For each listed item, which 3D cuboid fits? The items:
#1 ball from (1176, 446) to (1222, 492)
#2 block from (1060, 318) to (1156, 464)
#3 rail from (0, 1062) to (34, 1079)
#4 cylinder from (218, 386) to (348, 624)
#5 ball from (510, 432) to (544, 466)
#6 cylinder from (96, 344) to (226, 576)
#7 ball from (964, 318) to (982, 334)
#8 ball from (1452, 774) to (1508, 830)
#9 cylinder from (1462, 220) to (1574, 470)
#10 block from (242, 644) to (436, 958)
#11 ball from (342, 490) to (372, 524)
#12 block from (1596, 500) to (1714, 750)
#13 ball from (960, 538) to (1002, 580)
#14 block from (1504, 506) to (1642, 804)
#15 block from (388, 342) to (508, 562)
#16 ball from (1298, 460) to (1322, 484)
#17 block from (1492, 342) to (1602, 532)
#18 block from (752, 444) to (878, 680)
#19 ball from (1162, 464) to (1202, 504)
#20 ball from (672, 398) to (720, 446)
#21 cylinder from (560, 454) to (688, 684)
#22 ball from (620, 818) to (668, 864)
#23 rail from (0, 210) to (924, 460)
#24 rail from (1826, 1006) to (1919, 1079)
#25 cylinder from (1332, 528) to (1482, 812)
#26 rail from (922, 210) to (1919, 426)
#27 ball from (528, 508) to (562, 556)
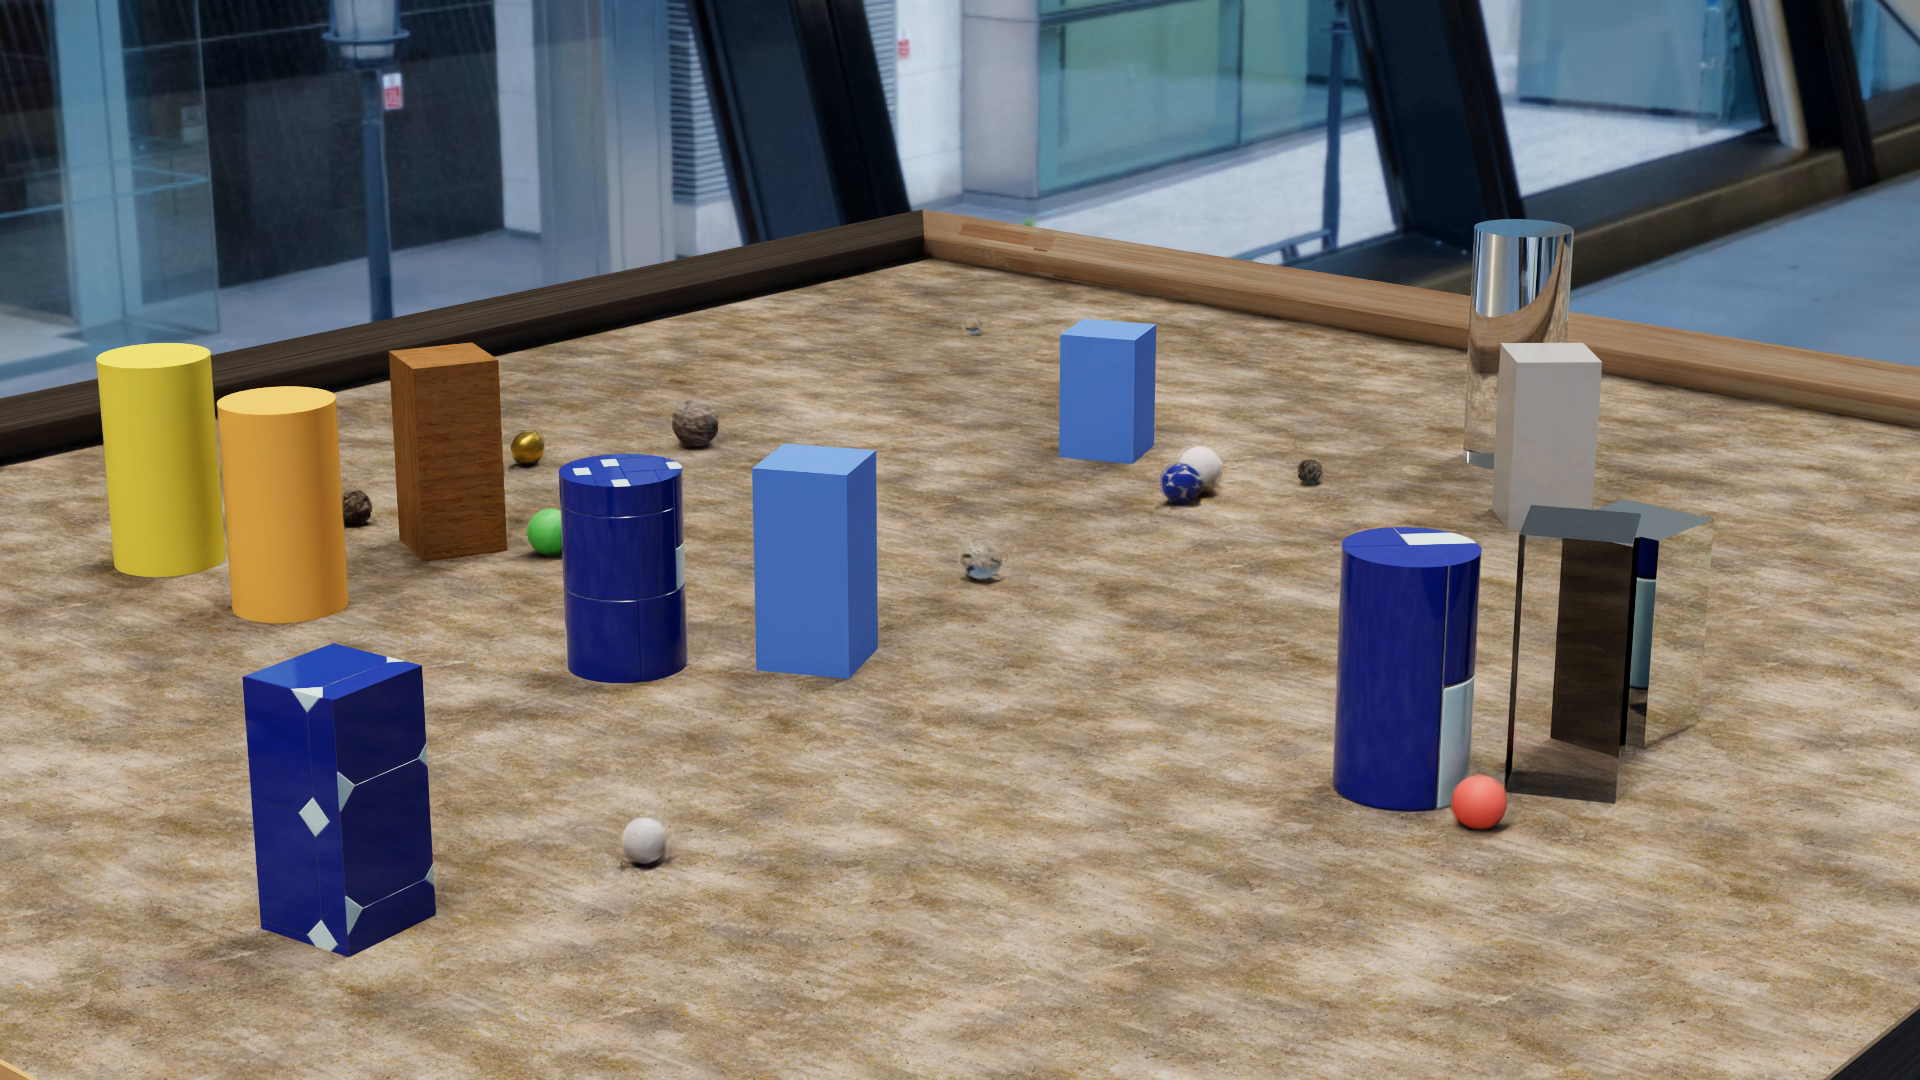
[{"bbox_3d":[0.469,-0.138,5.752,0.091,0.091,0.091,0,17,0],"label":"ball"},{"bbox_3d":[0.304,-0.307,6.024,0.157,0.257,0.157,6,18,19],"label":"block"},{"bbox_3d":[-1.438,0.510,3.534,4.119,0.128,0.045,14,22,39],"label":"rail"},{"bbox_3d":[-1.159,-0.062,5.024,0.197,0.365,0.197,0,17,0],"label":"cylinder"},{"bbox_3d":[-0.877,-0.186,5.951,0.069,0.069,0.069,0,17,0],"label":"ball"},{"bbox_3d":[-1.435,-0.145,5.272,0.197,0.382,0.197,0,17,0],"label":"cylinder"},{"bbox_3d":[0.031,-0.518,7.097,0.042,0.042,0.042,0,17,0],"label":"ball"},{"bbox_3d":[0.728,0.366,4.104,0.076,0.076,0.076,0,17,0],"label":"ball"},{"bbox_3d":[1.128,-0.395,5.935,0.197,0.478,0.197,0,17,0],"label":"cylinder"},{"bbox_3d":[-0.793,0.331,3.757,0.157,0.344,0.157,11,20,32],"label":"block"},{"bbox_3d":[-1.144,-0.061,5.541,0.066,0.066,0.066,0,17,0],"label":"ball"},{"bbox_3d":[1.026,0.126,4.466,0.157,0.328,0.157,15,23,41],"label":"block"},{"bbox_3d":[0.038,0.033,5.213,0.074,0.074,0.074,0,17,0],"label":"ball"},{"bbox_3d":[0.885,0.163,4.236,0.157,0.389,0.157,5,17,16],"label":"block"},{"bbox_3d":[-0.937,-0.163,5.368,0.157,0.359,0.157,-8,19,-25],"label":"block"},{"bbox_3d":[0.694,-0.136,5.815,0.050,0.050,0.050,0,17,0],"label":"ball"},{"bbox_3d":[1.105,-0.195,5.534,0.157,0.326,0.157,0,17,-1],"label":"block"},{"bbox_3d":[-0.233,0.033,4.754,0.157,0.340,0.157,5,17,15],"label":"block"},{"bbox_3d":[0.429,-0.108,5.676,0.078,0.078,0.078,0,17,0],"label":"ball"},{"bbox_3d":[-0.549,-0.244,6.090,0.098,0.098,0.098,0,17,0],"label":"ball"},{"bbox_3d":[-0.543,0.044,4.737,0.197,0.327,0.197,0,17,0],"label":"cylinder"},{"bbox_3d":[-0.430,0.409,3.987,0.063,0.063,0.063,0,17,0],"label":"ball"},{"bbox_3d":[-1.537,-0.353,6.398,0.045,0.128,4.434,14,22,39],"label":"rail"},{"bbox_3d":[1.537,0.417,3.842,0.045,0.128,4.434,14,22,39],"label":"rail"},{"bbox_3d":[0.640,0.184,4.208,0.197,0.365,0.197,0,17,0],"label":"cylinder"},{"bbox_3d":[1.438,-0.446,6.705,4.119,0.128,0.045,14,22,39],"label":"rail"},{"bbox_3d":[-0.746,-0.015,5.349,0.087,0.087,0.087,0,17,0],"label":"ball"}]
